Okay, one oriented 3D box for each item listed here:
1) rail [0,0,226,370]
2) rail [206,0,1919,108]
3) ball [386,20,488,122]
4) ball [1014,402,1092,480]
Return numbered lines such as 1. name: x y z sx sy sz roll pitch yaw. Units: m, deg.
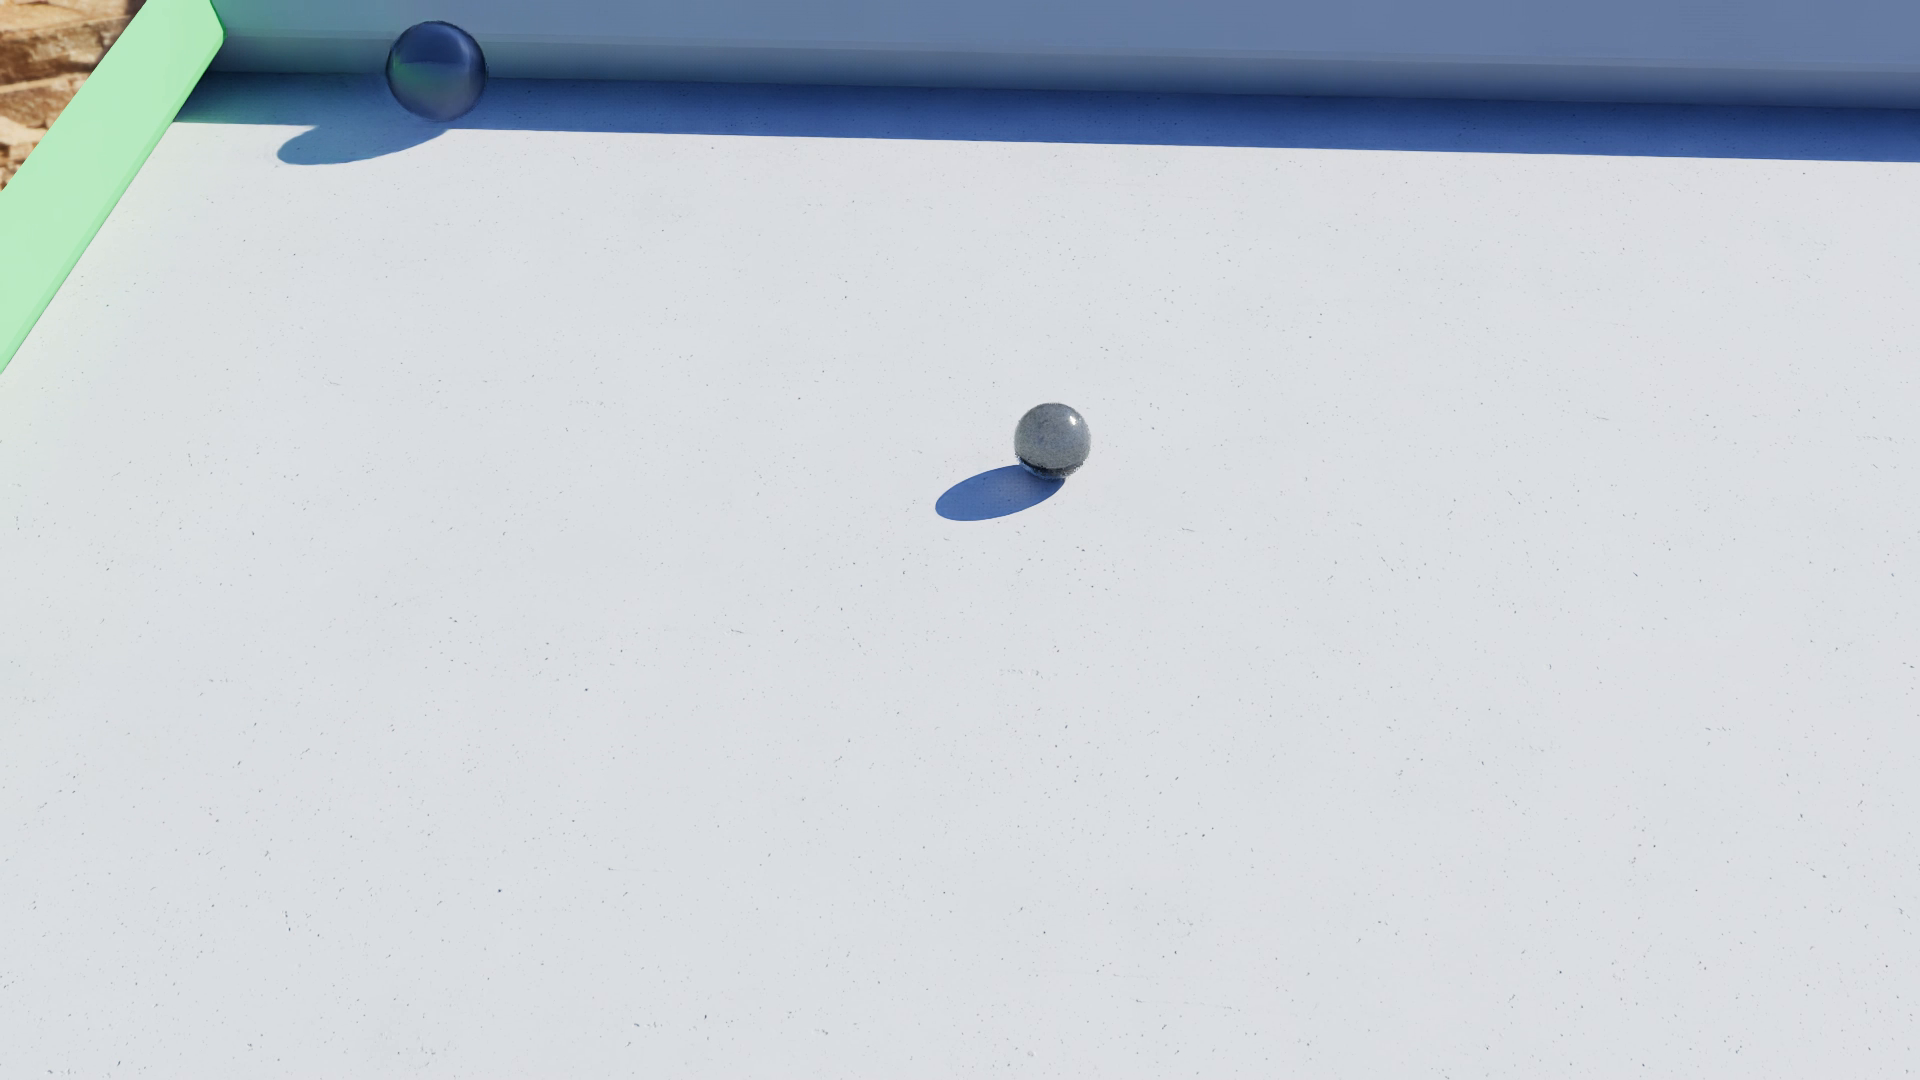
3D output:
1. rail: -0.759 -0.046 1.825 0.045 0.121 1.611 2 35 2
2. rail: 0.823 -0.452 2.398 3.136 0.121 0.045 2 35 2
3. ball: -0.491 -0.439 2.406 0.093 0.093 0.093 0 35 0
4. ball: 0.069 -0.074 1.920 0.058 0.058 0.058 0 35 0
